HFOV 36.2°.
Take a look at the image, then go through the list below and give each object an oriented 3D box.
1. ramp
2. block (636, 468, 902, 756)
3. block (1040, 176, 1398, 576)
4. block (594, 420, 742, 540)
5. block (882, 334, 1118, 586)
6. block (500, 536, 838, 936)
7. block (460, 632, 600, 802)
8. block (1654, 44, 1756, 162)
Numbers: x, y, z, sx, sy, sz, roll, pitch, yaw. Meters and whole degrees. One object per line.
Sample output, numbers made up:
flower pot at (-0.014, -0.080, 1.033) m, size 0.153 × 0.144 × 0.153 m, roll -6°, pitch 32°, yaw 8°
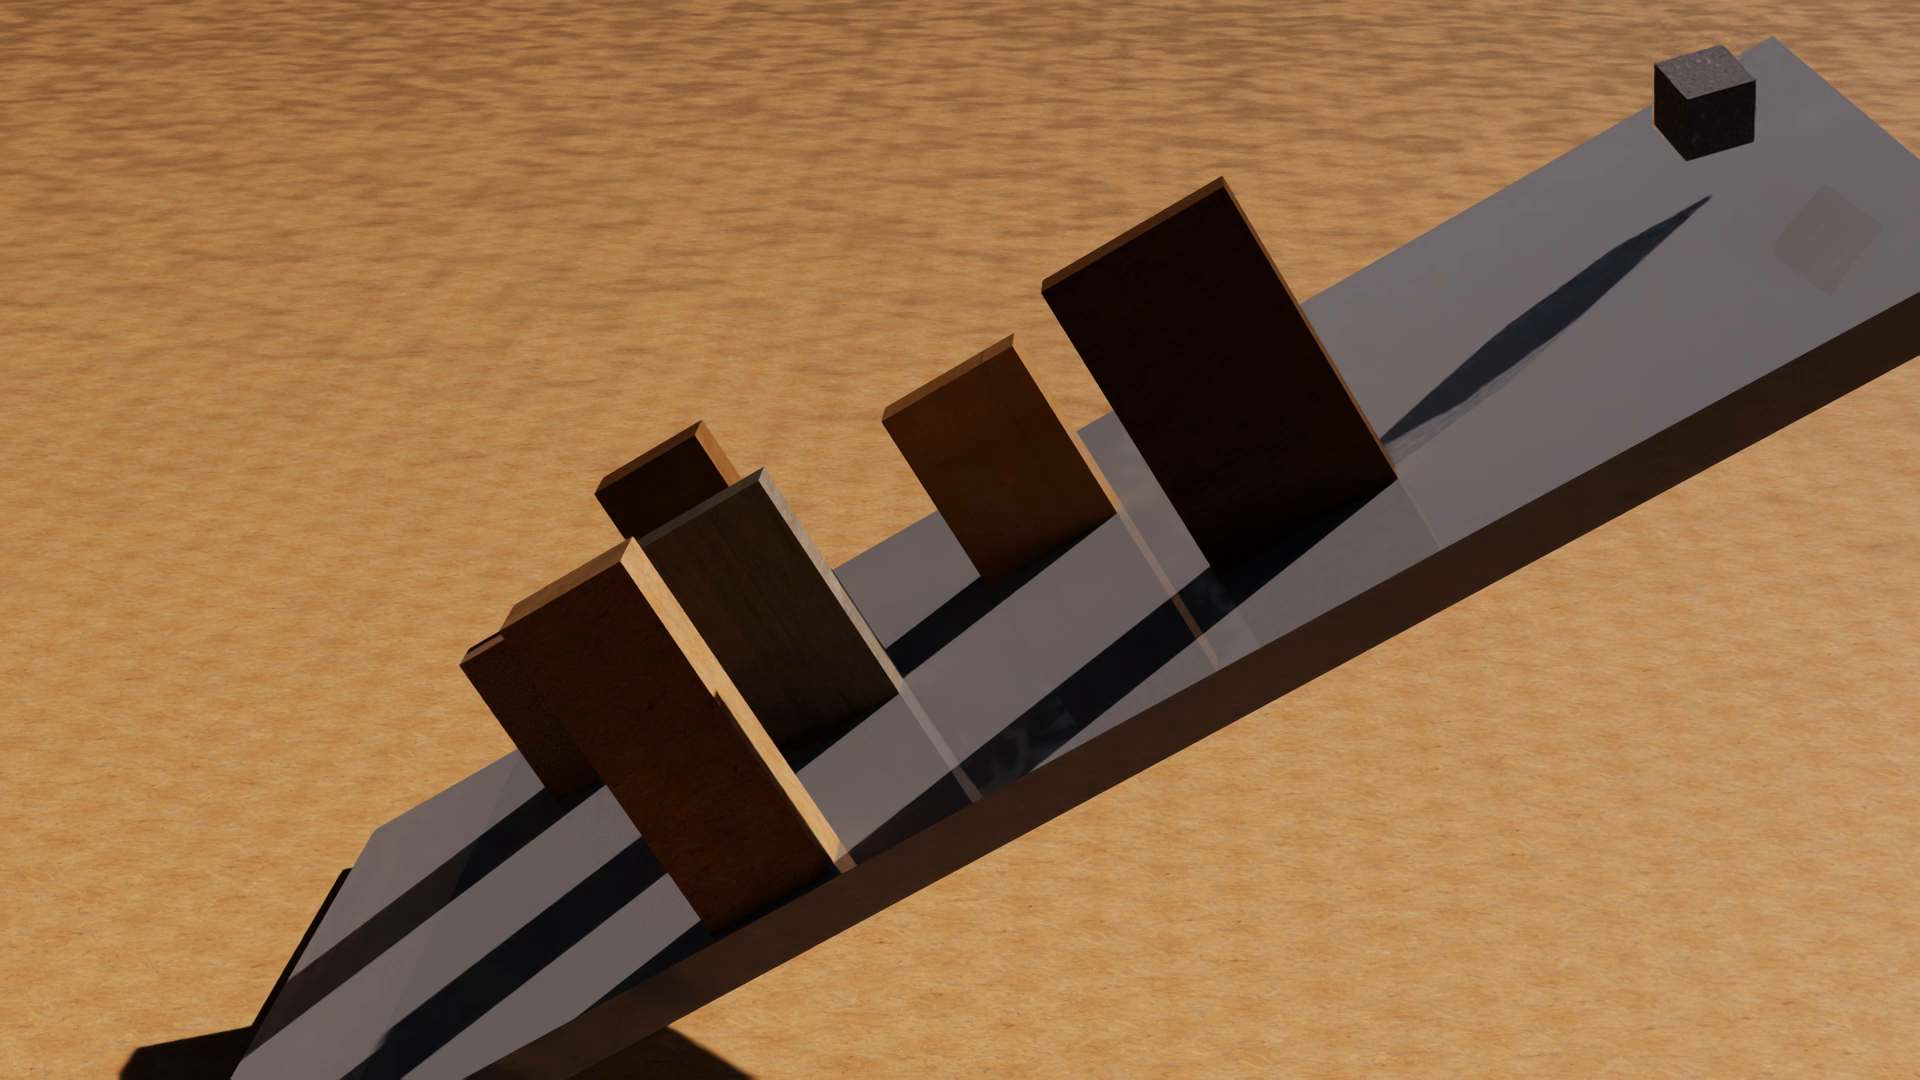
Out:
ramp at (0.141, 0.169, 6.289) m, size 4.000 × 0.100 × 2.000 m, roll -29°, pitch 15°, yaw 13°
block at (-0.418, 0.169, 6.173) m, size 0.355 × 0.545 × 0.094 m, roll -29°, pitch 15°, yaw 13°
block at (0.494, -0.304, 5.582) m, size 0.394 × 0.658 × 0.093 m, roll -29°, pitch 15°, yaw 13°
block at (-0.604, 0.016, 7.078) m, size 0.288 × 0.530 × 0.127 m, roll -29°, pitch 15°, yaw 13°
block at (0.089, -0.175, 6.436) m, size 0.333 × 0.439 × 0.107 m, roll -29°, pitch 15°, yaw 13°
block at (-0.532, 0.367, 5.454) m, size 0.267 × 0.708 × 0.137 m, roll -29°, pitch 15°, yaw 13°
block at (-0.928, 0.366, 6.883) m, size 0.294 × 0.401 × 0.106 m, roll -29°, pitch 15°, yaw 13°
block at (1.527, -0.897, 6.032) m, size 0.150 × 0.150 × 0.150 m, roll -16°, pitch 41°, yaw -6°
